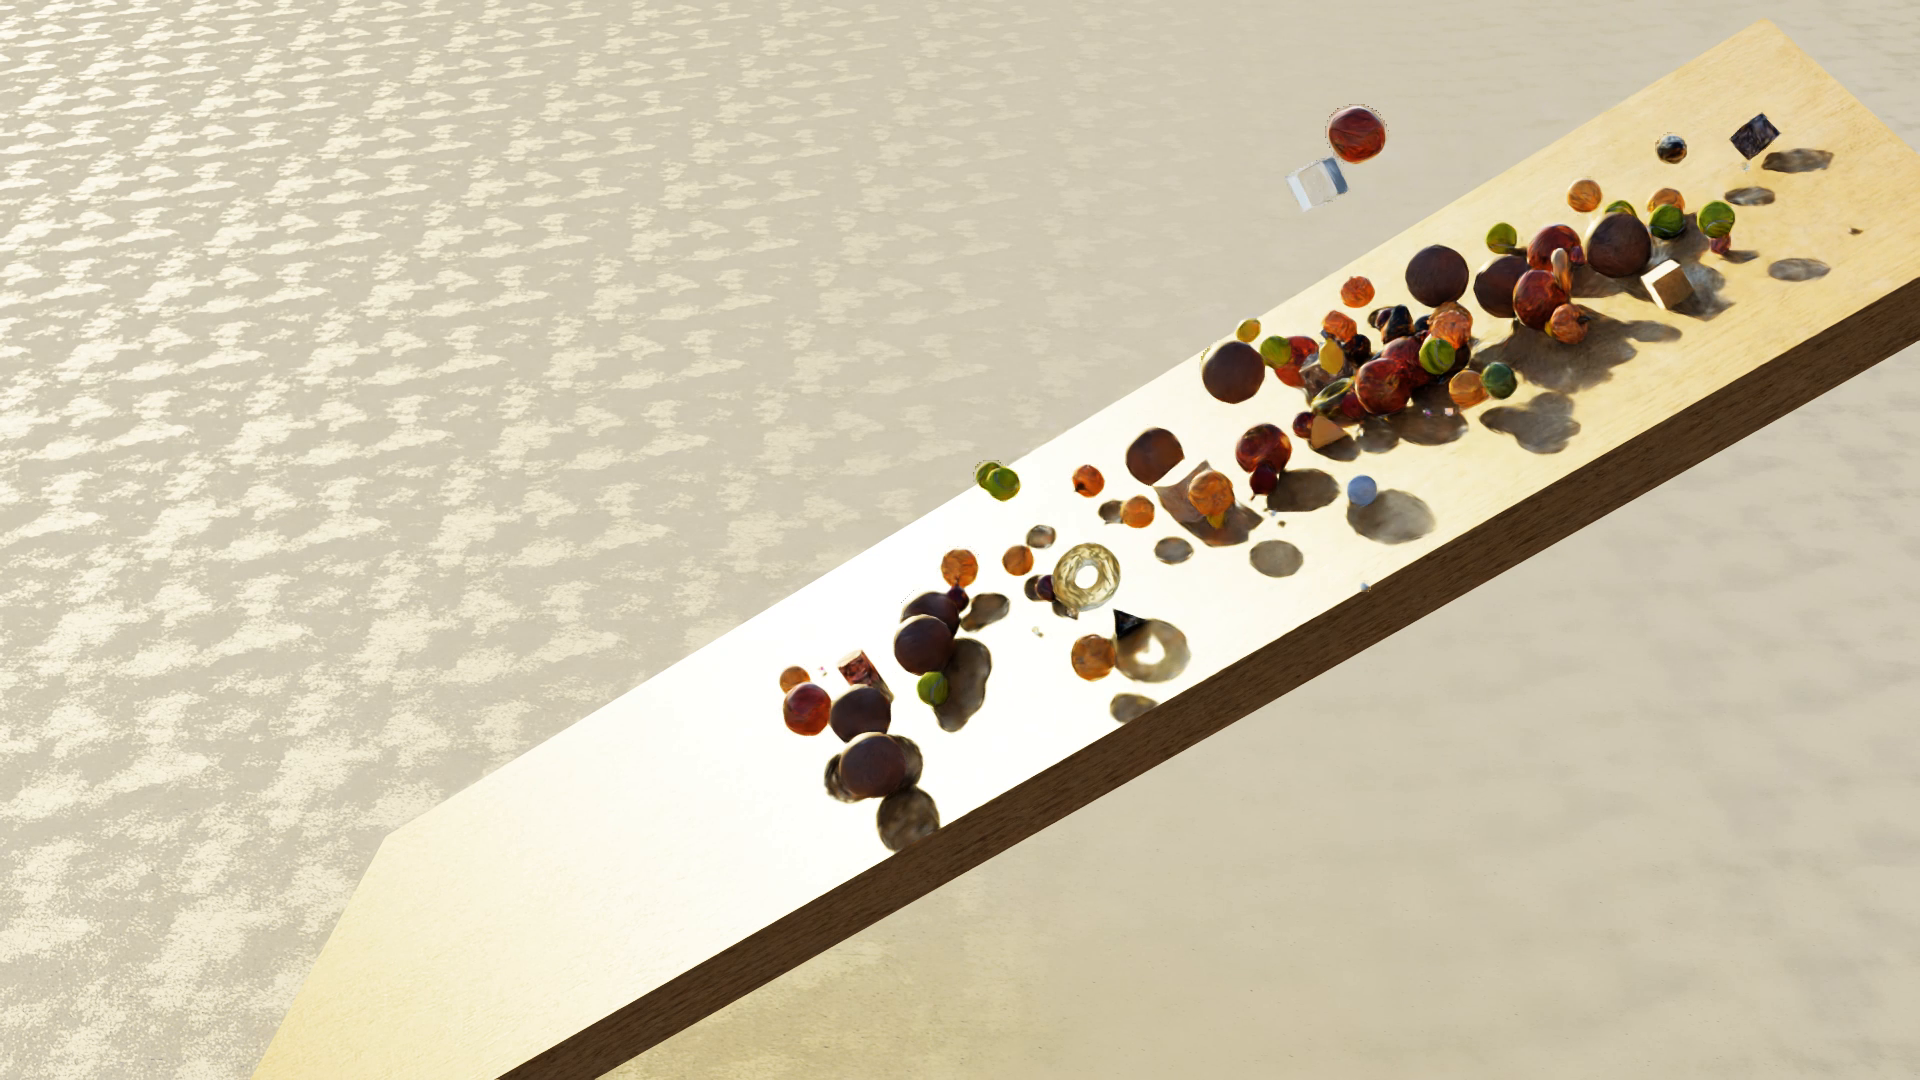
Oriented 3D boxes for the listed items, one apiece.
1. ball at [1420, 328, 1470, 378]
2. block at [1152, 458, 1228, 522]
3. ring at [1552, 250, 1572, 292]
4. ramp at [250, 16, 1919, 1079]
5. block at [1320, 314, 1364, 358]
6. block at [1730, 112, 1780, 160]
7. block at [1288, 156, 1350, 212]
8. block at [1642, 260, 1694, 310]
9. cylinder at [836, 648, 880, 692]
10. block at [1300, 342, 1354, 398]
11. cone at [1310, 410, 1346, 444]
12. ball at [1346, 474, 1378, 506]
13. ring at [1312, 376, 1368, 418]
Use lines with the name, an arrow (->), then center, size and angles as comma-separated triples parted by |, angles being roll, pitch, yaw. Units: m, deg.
ball -> 0.966, -0.372, 5.847 | 0.097, 0.097, 0.097 | 0, 20, 0
block -> 0.475, -0.102, 6.057 | 0.093, 0.093, 0.093 | -41, 16, -22
ring -> 1.166, -0.522, 5.690 | 0.028, 0.084, 0.084 | -11, 16, 19
ramp -> 0.140, 0.170, 6.294 | 4.000, 0.100, 2.000 | -31, 15, 14
block -> 0.825, -0.437, 6.350 | 0.058, 0.058, 0.058 | -42, 41, 7
block -> 1.590, -0.807, 5.885 | 0.058, 0.058, 0.058 | -34, 81, -32
block -> 0.778, -0.772, 6.382 | 0.081, 0.081, 0.081 | -25, 3, 36
block -> 1.322, -0.476, 5.488 | 0.062, 0.062, 0.062 | -33, 15, 5
cylinder -> -0.221, 0.282, 6.379 | 0.070, 0.070, 0.070 | -32, 15, 10
block -> 0.779, -0.357, 6.239 | 0.076, 0.076, 0.076 | -25, 18, 32
cone -> 0.755, -0.216, 5.937 | 0.072, 0.072, 0.072 | 23, 29, 26
ball -> 0.753, -0.093, 5.508 | 0.059, 0.059, 0.059 | 0, 20, 0
ring -> 0.787, -0.296, 6.099 | 0.128, 0.043, 0.128 | -30, 16, 10
